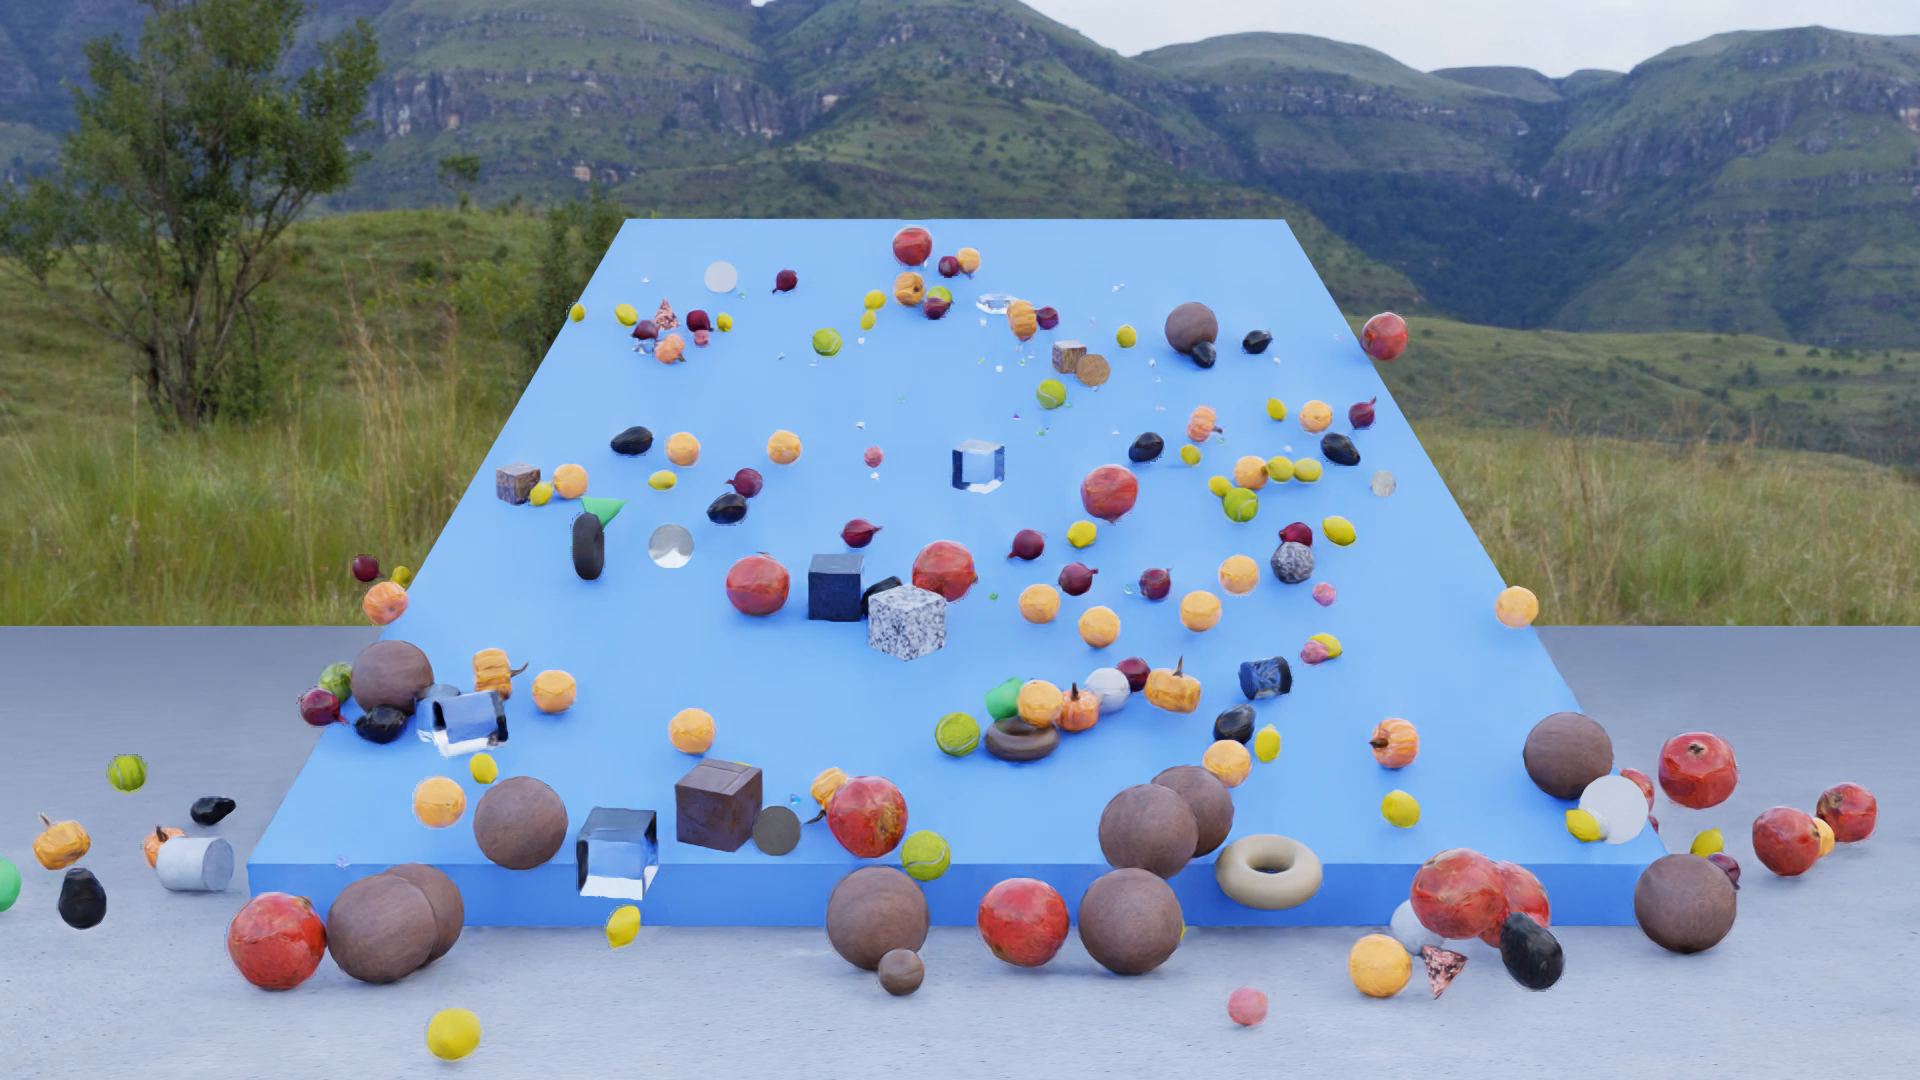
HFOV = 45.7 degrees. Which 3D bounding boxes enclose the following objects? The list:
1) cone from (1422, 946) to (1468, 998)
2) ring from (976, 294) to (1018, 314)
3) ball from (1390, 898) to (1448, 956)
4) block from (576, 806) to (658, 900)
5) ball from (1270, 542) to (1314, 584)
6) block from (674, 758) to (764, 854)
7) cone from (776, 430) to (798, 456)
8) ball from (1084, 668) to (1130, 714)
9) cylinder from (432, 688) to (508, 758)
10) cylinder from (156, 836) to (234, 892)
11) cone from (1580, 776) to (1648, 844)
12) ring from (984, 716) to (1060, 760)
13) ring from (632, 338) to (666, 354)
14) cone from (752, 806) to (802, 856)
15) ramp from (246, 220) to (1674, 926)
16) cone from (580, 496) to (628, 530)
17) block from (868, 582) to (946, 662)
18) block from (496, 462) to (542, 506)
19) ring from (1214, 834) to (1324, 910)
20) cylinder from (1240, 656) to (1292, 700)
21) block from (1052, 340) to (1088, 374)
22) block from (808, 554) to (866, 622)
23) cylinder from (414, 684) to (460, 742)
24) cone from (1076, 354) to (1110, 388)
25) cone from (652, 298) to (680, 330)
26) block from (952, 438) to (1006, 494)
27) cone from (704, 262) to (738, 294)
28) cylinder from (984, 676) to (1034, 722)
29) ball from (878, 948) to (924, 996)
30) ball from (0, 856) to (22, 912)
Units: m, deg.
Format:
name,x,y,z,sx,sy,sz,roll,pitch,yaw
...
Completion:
name,x,y,z,sx,sy,sz,roll,pitch,yaw
cone,0.546,0.497,2.593,0.054,0.054,0.054,15,-18,5
ring,0.098,-0.617,5.944,0.109,0.036,0.109,1,20,0
ball,0.595,0.500,2.951,0.073,0.073,0.073,0,-2,0
block,-0.470,0.430,3.133,0.088,0.088,0.088,3,23,7
ball,0.607,0.042,4.161,0.079,0.079,0.079,0,-2,0
block,-0.343,0.379,3.259,0.091,0.091,0.091,9,23,21
cone,-0.369,-0.211,4.860,0.050,0.050,0.050,0,21,0
ball,0.235,0.241,3.646,0.075,0.075,0.075,0,-2,0
cylinder,-0.755,0.282,3.509,0.091,0.091,0.091,-11,3,-26
cylinder,-1.221,0.518,3.642,0.085,0.085,0.085,-1,-2,17
cone,0.955,0.390,3.294,0.097,0.097,0.097,-1,-6,29
ring,0.095,0.307,3.520,0.119,0.040,0.119,-1,18,0
ring,-0.760,-0.472,5.571,0.083,0.028,0.083,0,17,0
cone,-0.252,0.414,3.249,0.072,0.072,0.072,0,-6,10
ramp,-0.006,-0.214,5.079,2.000,0.100,4.000,0,21,0
cone,-0.676,-0.061,4.388,0.085,0.085,0.085,-23,3,-11
block,-0.089,0.140,3.883,0.093,0.093,0.093,-19,28,-41
block,-0.886,-0.113,4.582,0.064,0.064,0.064,19,28,41
ring,0.423,0.455,3.128,0.148,0.049,0.148,-1,25,1
cylinder,0.496,0.224,3.701,0.062,0.062,0.062,-8,1,-19
block,0.261,-0.436,5.432,0.064,0.064,0.064,-8,22,-19
block,-0.218,0.084,4.031,0.091,0.091,0.091,1,21,3
cylinder,-0.816,0.271,3.569,0.070,0.070,0.070,0,21,0
cone,0.308,-0.392,5.356,0.080,0.080,0.080,0,-6,-3
cone,-0.749,-0.582,5.792,0.076,0.076,0.076,0,21,0
block,0.037,-0.151,4.661,0.082,0.082,0.082,10,23,25
cone,-0.640,-0.699,6.149,0.089,0.089,0.089,0,-6,0
cylinder,0.076,0.253,3.587,0.056,0.056,0.056,-30,-13,19
ball,-0.068,0.498,2.628,0.055,0.055,0.055,0,-2,0
ball,-1.424,0.506,3.345,0.089,0.089,0.089,0,-2,0
